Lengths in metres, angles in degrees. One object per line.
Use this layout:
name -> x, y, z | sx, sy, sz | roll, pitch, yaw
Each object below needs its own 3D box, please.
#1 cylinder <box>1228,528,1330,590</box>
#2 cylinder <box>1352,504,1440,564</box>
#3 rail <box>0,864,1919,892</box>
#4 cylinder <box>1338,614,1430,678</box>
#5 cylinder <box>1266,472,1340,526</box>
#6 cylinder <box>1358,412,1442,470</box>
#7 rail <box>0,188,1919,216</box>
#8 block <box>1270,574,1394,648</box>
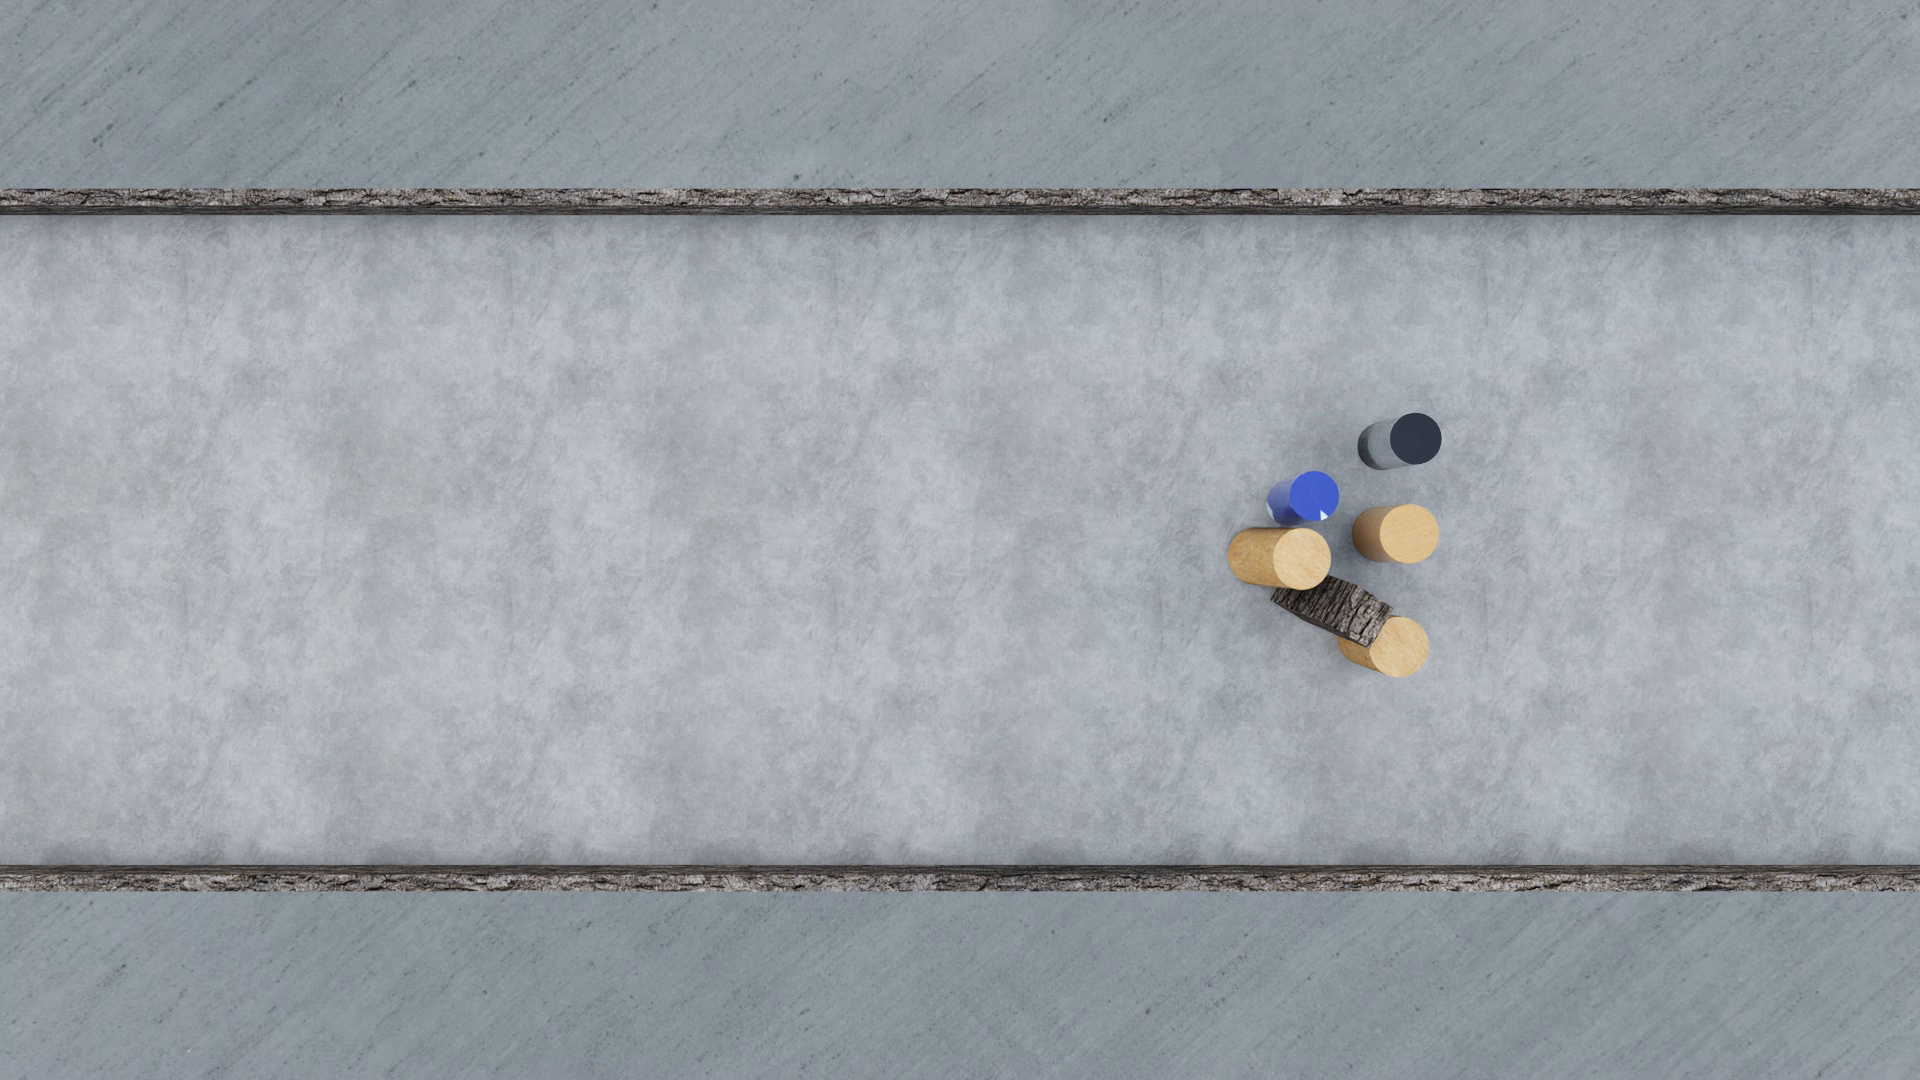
cylinder -> 0.941, 0.052, 4.884 | 0.176, 0.358, 0.176 | 0, 91, -11
cylinder -> 1.292, -0.018, 4.908 | 0.170, 0.336, 0.170 | 0, 90, 0
rail -> -2.247, 1.025, 5.001 | 12.000, 0.150, 0.050 | 0, 90, 0
cylinder -> 1.251, 0.303, 4.893 | 0.173, 0.361, 0.173 | 0, 91, -1
cylinder -> 1.016, -0.120, 4.904 | 0.144, 0.340, 0.144 | 0, 88, 0
cylinder -> 1.297, -0.288, 4.884 | 0.148, 0.385, 0.148 | 0, 90, 0
rail -> -2.247, -1.025, 5.002 | 12.000, 0.150, 0.050 | 0, 90, 0
block -> 1.089, 0.188, 4.859 | 0.135, 0.414, 0.135 | 30, 90, -17
